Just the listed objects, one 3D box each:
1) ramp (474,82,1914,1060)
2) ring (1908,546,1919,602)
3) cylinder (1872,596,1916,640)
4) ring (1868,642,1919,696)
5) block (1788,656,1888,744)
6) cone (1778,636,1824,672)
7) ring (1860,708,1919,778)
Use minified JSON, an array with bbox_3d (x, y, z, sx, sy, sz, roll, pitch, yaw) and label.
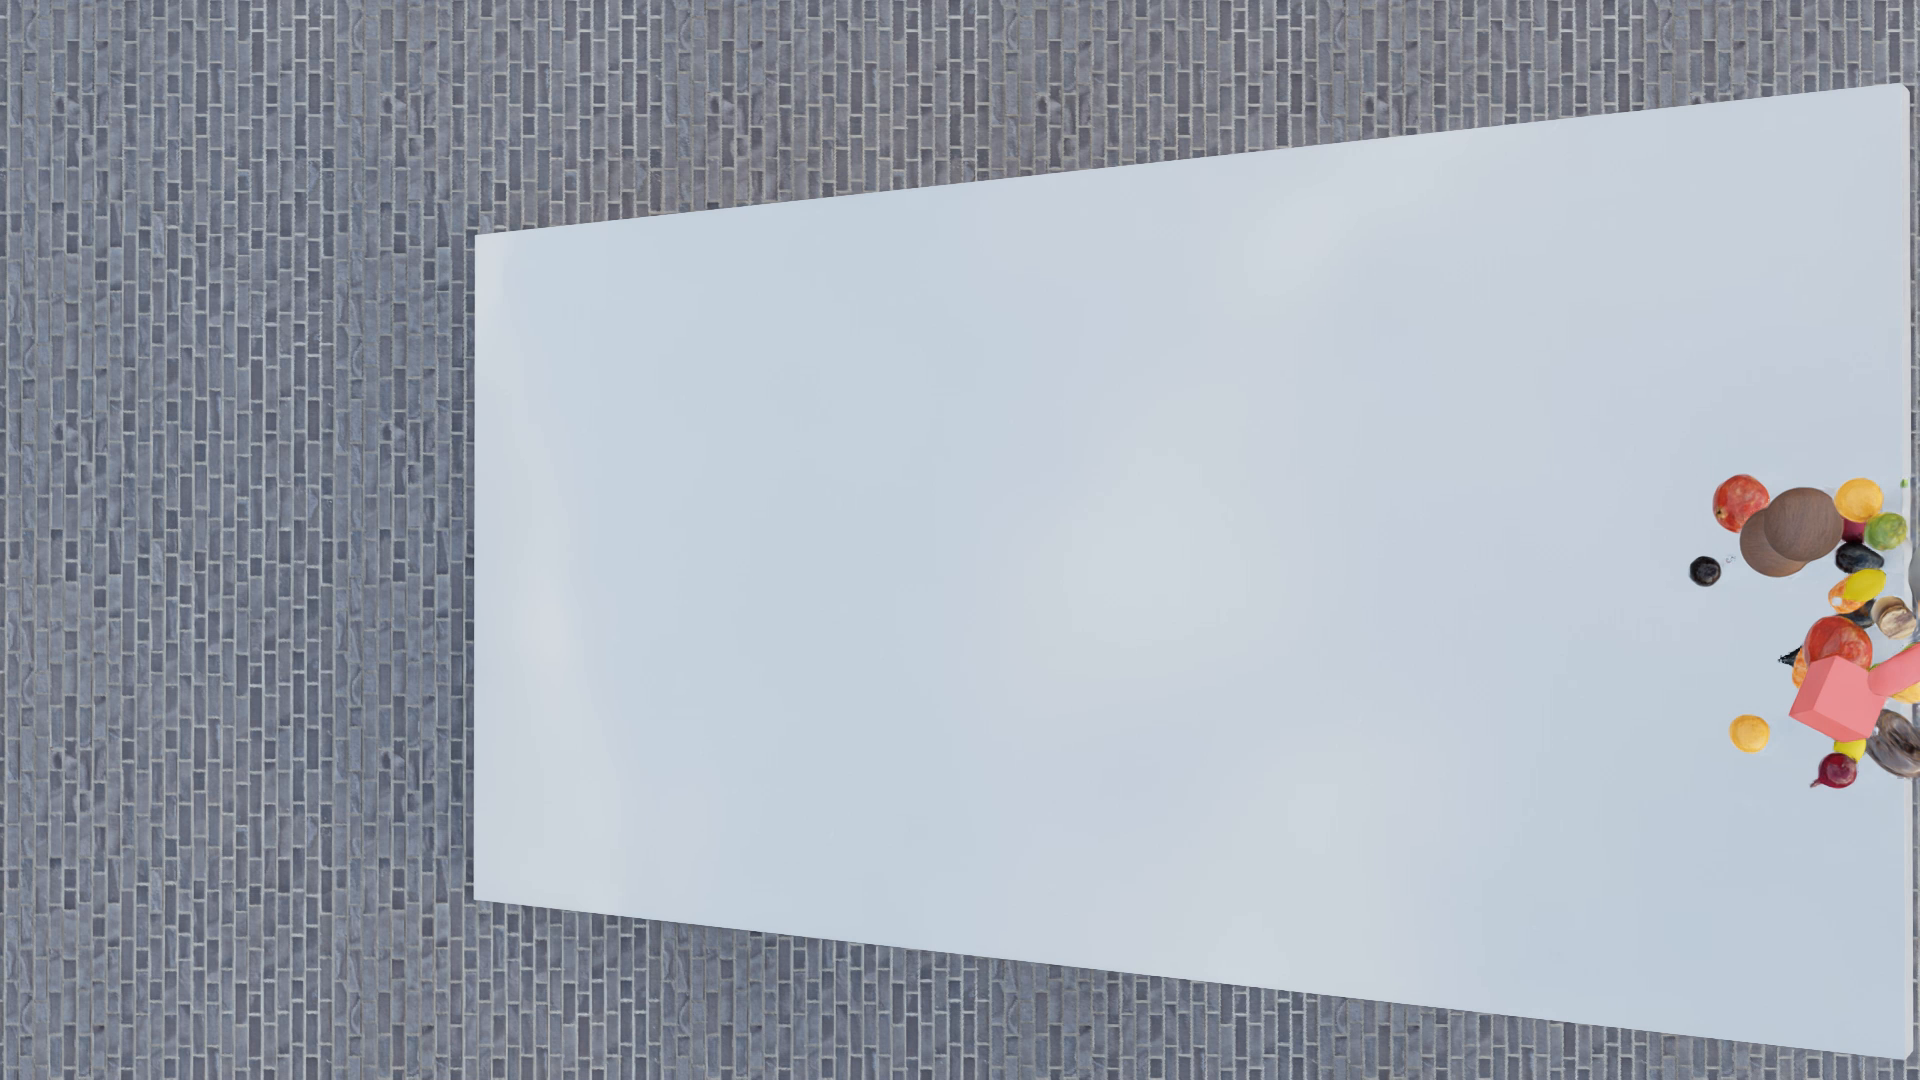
[{"bbox_3d":[0.261,0.072,5.603,4.000,0.100,2.000,0,89,32],"label":"ramp"},{"bbox_3d":[1.640,0.057,3.644,0.049,0.146,0.146,2,89,-31],"label":"ring"},{"bbox_3d":[1.541,0.128,3.630,0.055,0.055,0.055,2,112,5],"label":"cylinder"},{"bbox_3d":[1.412,0.185,3.254,0.143,0.143,0.048,-28,74,0],"label":"ring"},{"bbox_3d":[1.422,0.258,3.555,0.098,0.098,0.098,27,80,3],"label":"block"},{"bbox_3d":[1.638,0.232,4.297,0.082,0.082,0.082,-5,89,14],"label":"cone"},{"bbox_3d":[1.668,0.363,3.926,0.141,0.141,0.047,34,132,0],"label":"ring"}]
